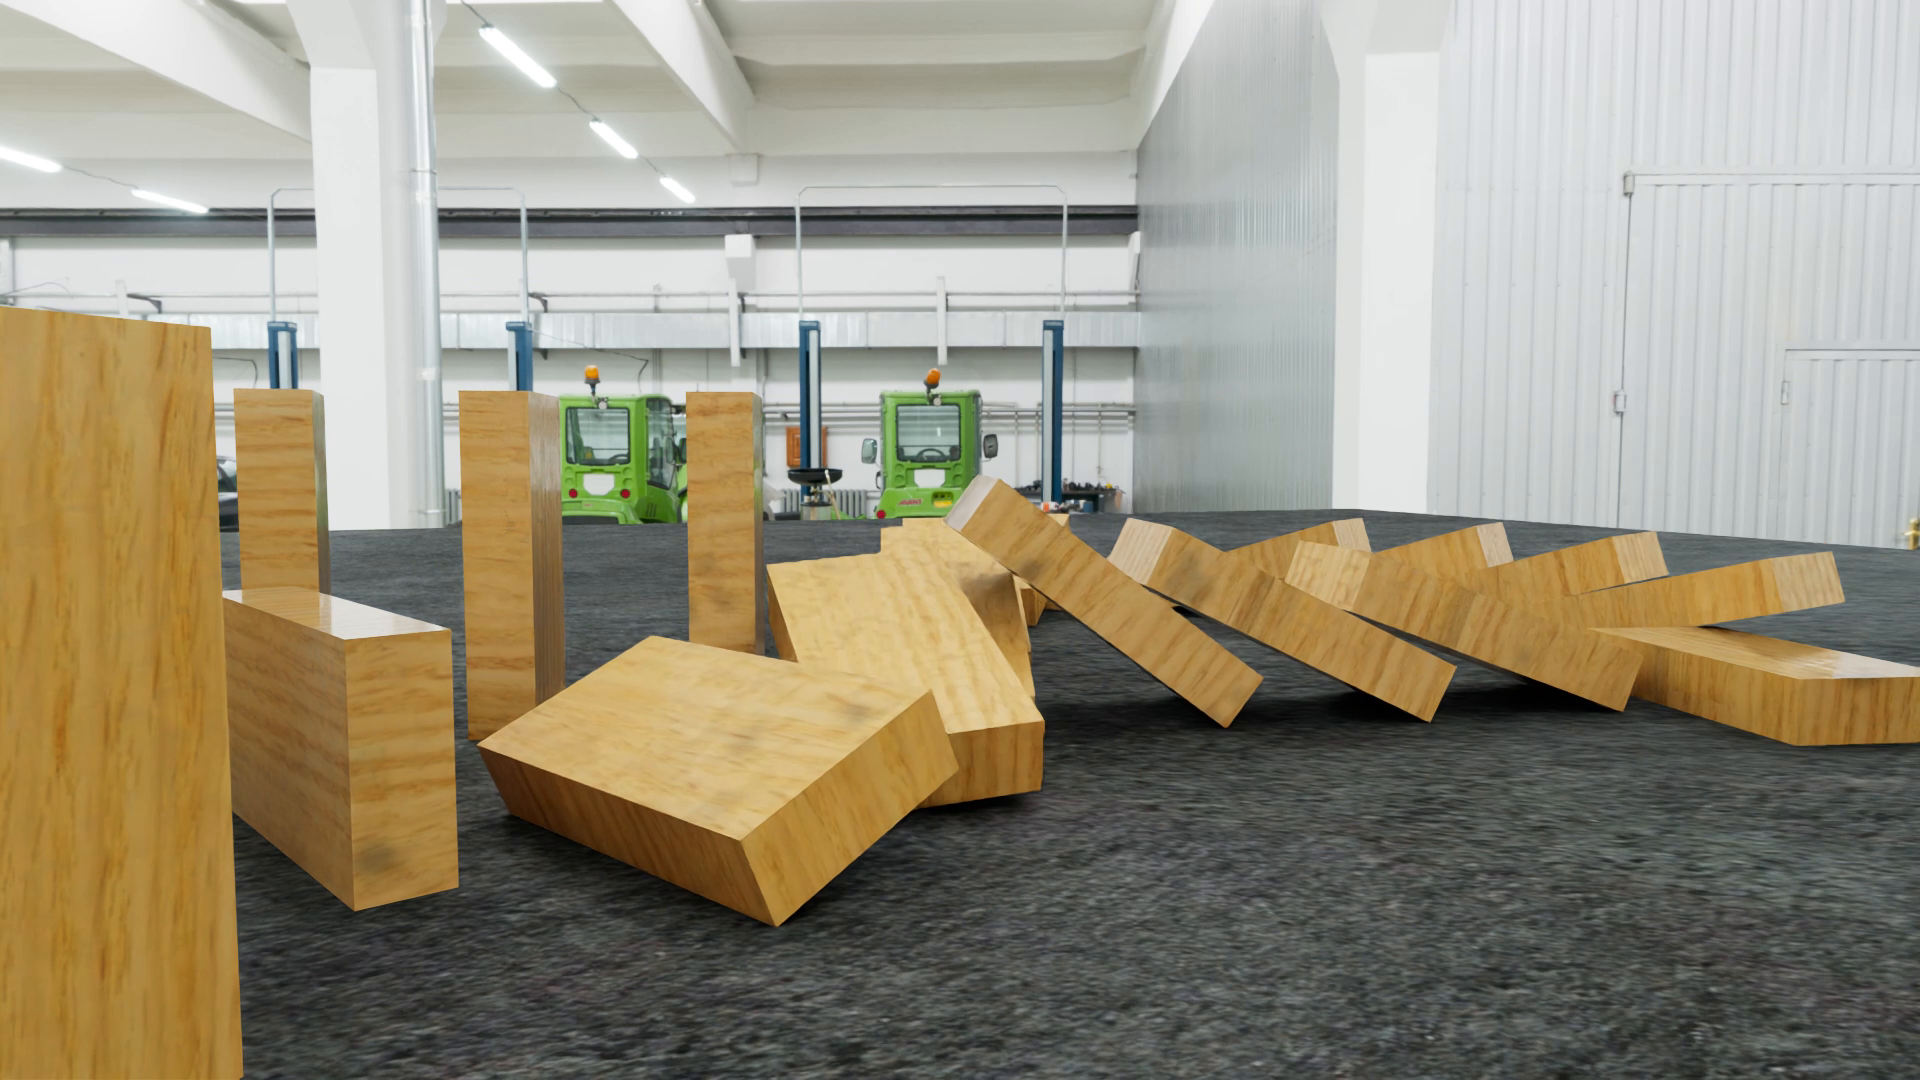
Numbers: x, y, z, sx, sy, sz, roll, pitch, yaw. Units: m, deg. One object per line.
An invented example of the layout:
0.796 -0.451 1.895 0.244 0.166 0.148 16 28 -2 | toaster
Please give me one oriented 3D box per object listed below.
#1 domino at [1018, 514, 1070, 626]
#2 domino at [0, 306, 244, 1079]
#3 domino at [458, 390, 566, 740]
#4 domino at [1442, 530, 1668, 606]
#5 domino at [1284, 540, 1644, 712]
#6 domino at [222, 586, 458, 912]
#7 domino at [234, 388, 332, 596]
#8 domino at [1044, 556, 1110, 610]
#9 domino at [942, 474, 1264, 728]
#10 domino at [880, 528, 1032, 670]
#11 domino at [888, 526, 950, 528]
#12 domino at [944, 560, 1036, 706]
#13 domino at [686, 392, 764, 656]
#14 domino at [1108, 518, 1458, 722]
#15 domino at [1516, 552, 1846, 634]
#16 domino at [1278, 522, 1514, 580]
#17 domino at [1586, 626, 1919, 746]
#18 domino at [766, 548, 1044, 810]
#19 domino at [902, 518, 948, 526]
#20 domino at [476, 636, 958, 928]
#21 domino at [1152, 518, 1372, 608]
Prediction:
0.011 0.006 0.324 0.025 0.009 0.050 1 22 15 | domino
-0.057 0.012 0.074 0.009 0.050 0.025 1 5 18 | domino
-0.068 0.003 0.196 0.009 0.050 0.025 -1 4 -8 | domino
0.122 0.010 0.278 0.025 0.010 0.050 -4 -12 -44 | domino
0.082 0.014 0.211 0.050 0.010 0.025 20 0 -11 | domino
-0.069 0.020 0.138 0.010 0.025 0.050 -4 6 -42 | domino
-0.099 0.003 0.188 0.009 0.050 0.025 -2 5 -23 | domino
0.039 0.012 0.350 0.025 0.010 0.050 3 5 38 | domino
0.021 0.009 0.201 0.050 0.009 0.025 37 -1 -8 | domino
-0.002 0.012 0.232 0.025 0.010 0.050 0 24 -3 | domino
-0.002 0.011 0.260 0.025 0.009 0.050 0 22 -2 | domino
-0.003 0.017 0.195 0.025 0.009 0.050 0 20 -2 | domino
-0.036 0.003 0.199 0.009 0.050 0.025 0 4 -6 | domino
0.050 0.012 0.204 0.050 0.009 0.025 26 0 -9 | domino
0.137 0.013 0.248 0.025 0.009 0.050 -3 -11 -35 | domino
0.101 0.008 0.302 0.050 0.009 0.025 -19 -8 34 | domino
0.127 0.022 0.207 0.025 0.009 0.050 0 4 -7 | domino
-0.009 0.016 0.168 0.025 0.009 0.050 -6 25 -15 | domino
-0.001 0.008 0.292 0.025 0.009 0.050 -1 22 -1 | domino
-0.027 0.023 0.136 0.050 0.009 0.025 4 30 44 | domino
0.074 0.006 0.319 0.050 0.009 0.025 -18 -7 32 | domino
